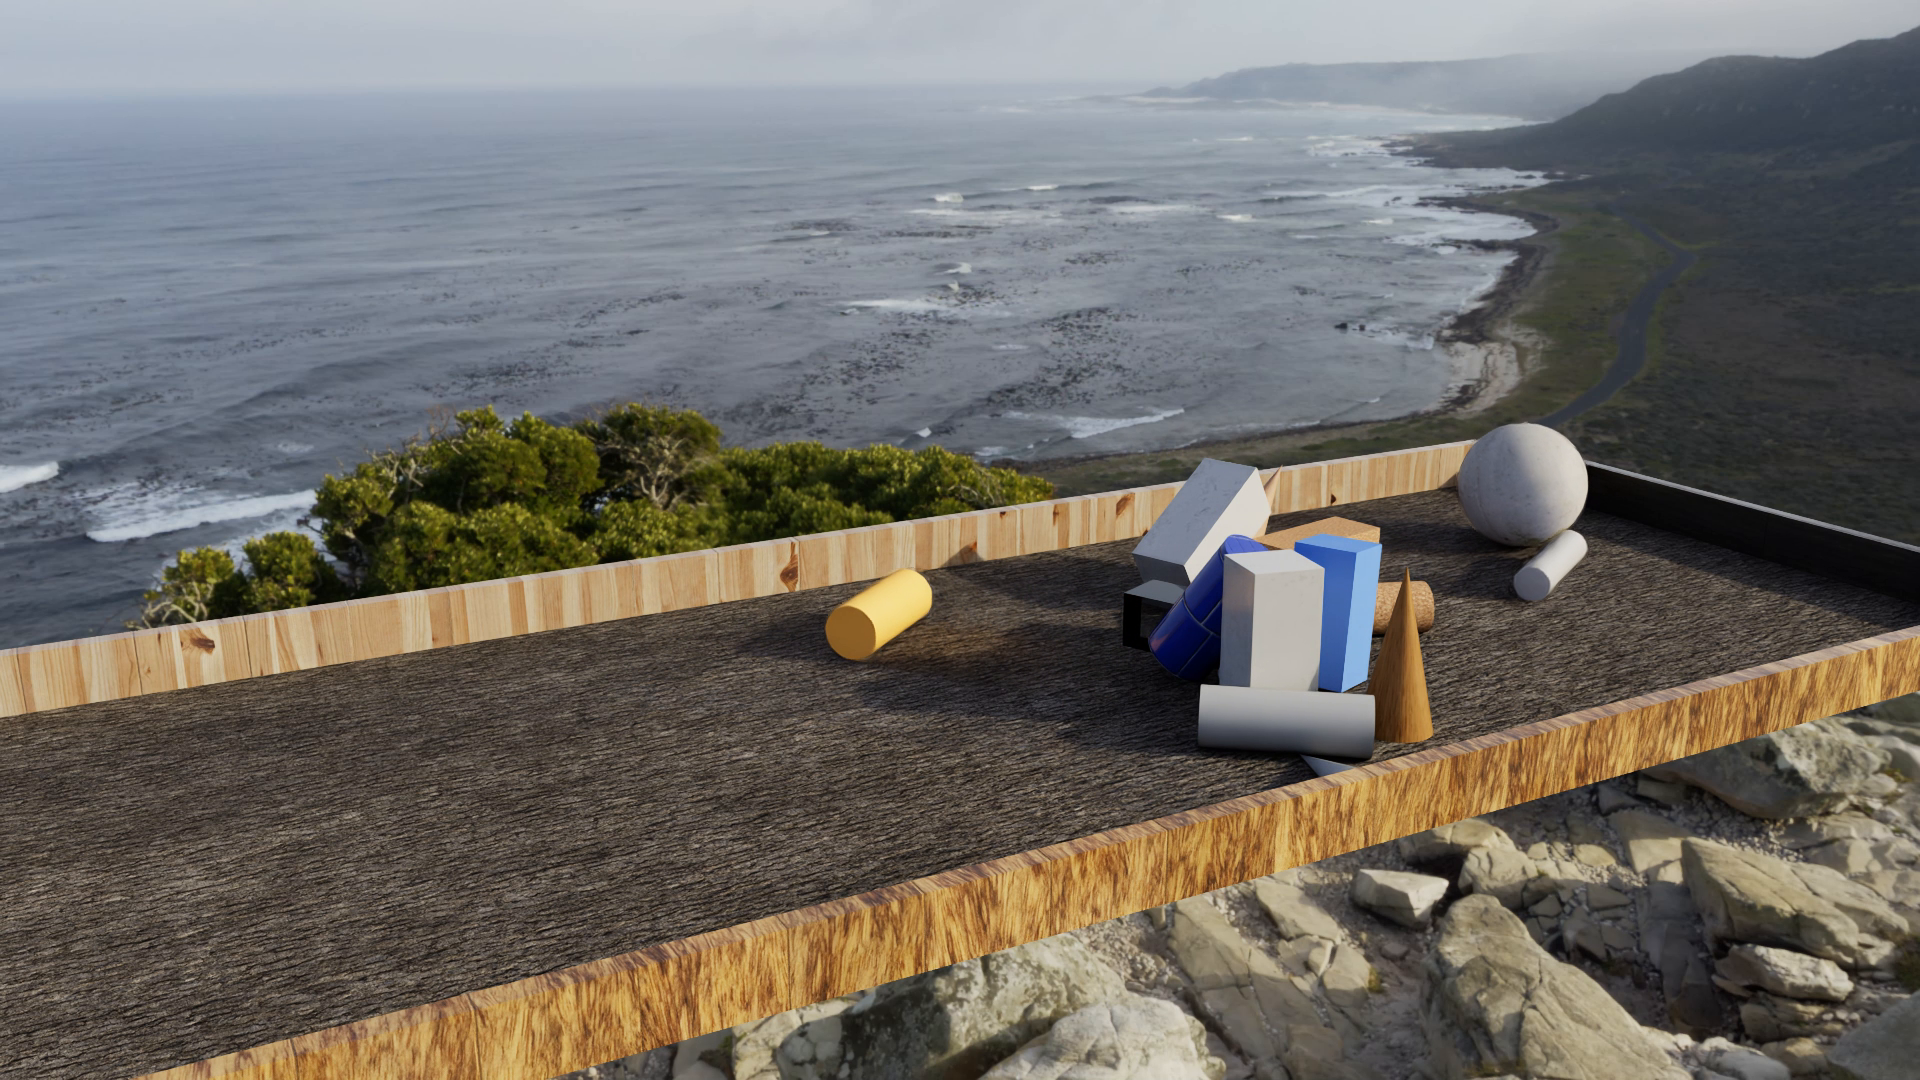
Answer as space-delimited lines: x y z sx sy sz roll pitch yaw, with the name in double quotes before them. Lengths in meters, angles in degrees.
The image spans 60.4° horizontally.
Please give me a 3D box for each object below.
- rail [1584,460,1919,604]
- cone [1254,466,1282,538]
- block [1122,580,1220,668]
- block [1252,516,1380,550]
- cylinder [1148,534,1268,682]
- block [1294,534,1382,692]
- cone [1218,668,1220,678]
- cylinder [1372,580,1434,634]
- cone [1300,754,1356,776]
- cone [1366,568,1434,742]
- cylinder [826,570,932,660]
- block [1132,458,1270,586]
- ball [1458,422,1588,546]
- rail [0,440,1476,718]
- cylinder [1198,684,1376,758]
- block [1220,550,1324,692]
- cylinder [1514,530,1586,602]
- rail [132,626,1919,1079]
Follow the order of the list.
"rail" 2.466 -0.048 5.253 0.050 0.150 2.100 -9 18 -27
"cone" 0.887 -0.076 4.947 0.162 0.162 0.375 14 65 40
"block" 0.653 0.232 4.304 0.441 0.148 0.148 12 20 36
"block" 1.043 0.059 4.861 0.396 0.164 0.164 -13 21 -37
"cylinder" 0.635 0.171 4.087 0.179 0.347 0.179 23 34 -17
"block" 0.924 0.178 4.102 0.160 0.350 0.160 12 14 34
"cone" 0.756 0.198 4.008 0.119 0.362 0.119 19 24 -9
"cylinder" 1.053 0.190 4.461 0.422 0.141 0.141 -2 17 -8
"cone" 0.805 0.505 3.535 0.114 0.114 0.373 -4 8 -12
"cone" 1.017 0.249 3.802 0.176 0.398 0.176 0 16 0
"cylinder" -0.213 0.197 4.423 0.148 0.148 0.346 7 18 23
"block" 0.704 -0.023 4.778 0.180 0.180 0.411 14 53 40
"ball" 1.792 -0.177 5.260 0.394 0.394 0.394 0 16 0
"rail" -3.305 0.497 3.399 12.000 0.150 0.050 -9 18 -27
"cylinder" 0.732 0.408 3.714 0.382 0.142 0.142 3 17 10
"block" 0.726 0.235 3.863 0.172 0.385 0.172 -4 15 -14
"cylinder" 1.765 0.073 4.923 0.103 0.103 0.447 10 19 31
"rail" -2.336 1.006 1.665 12.000 0.150 0.050 -9 18 -27
